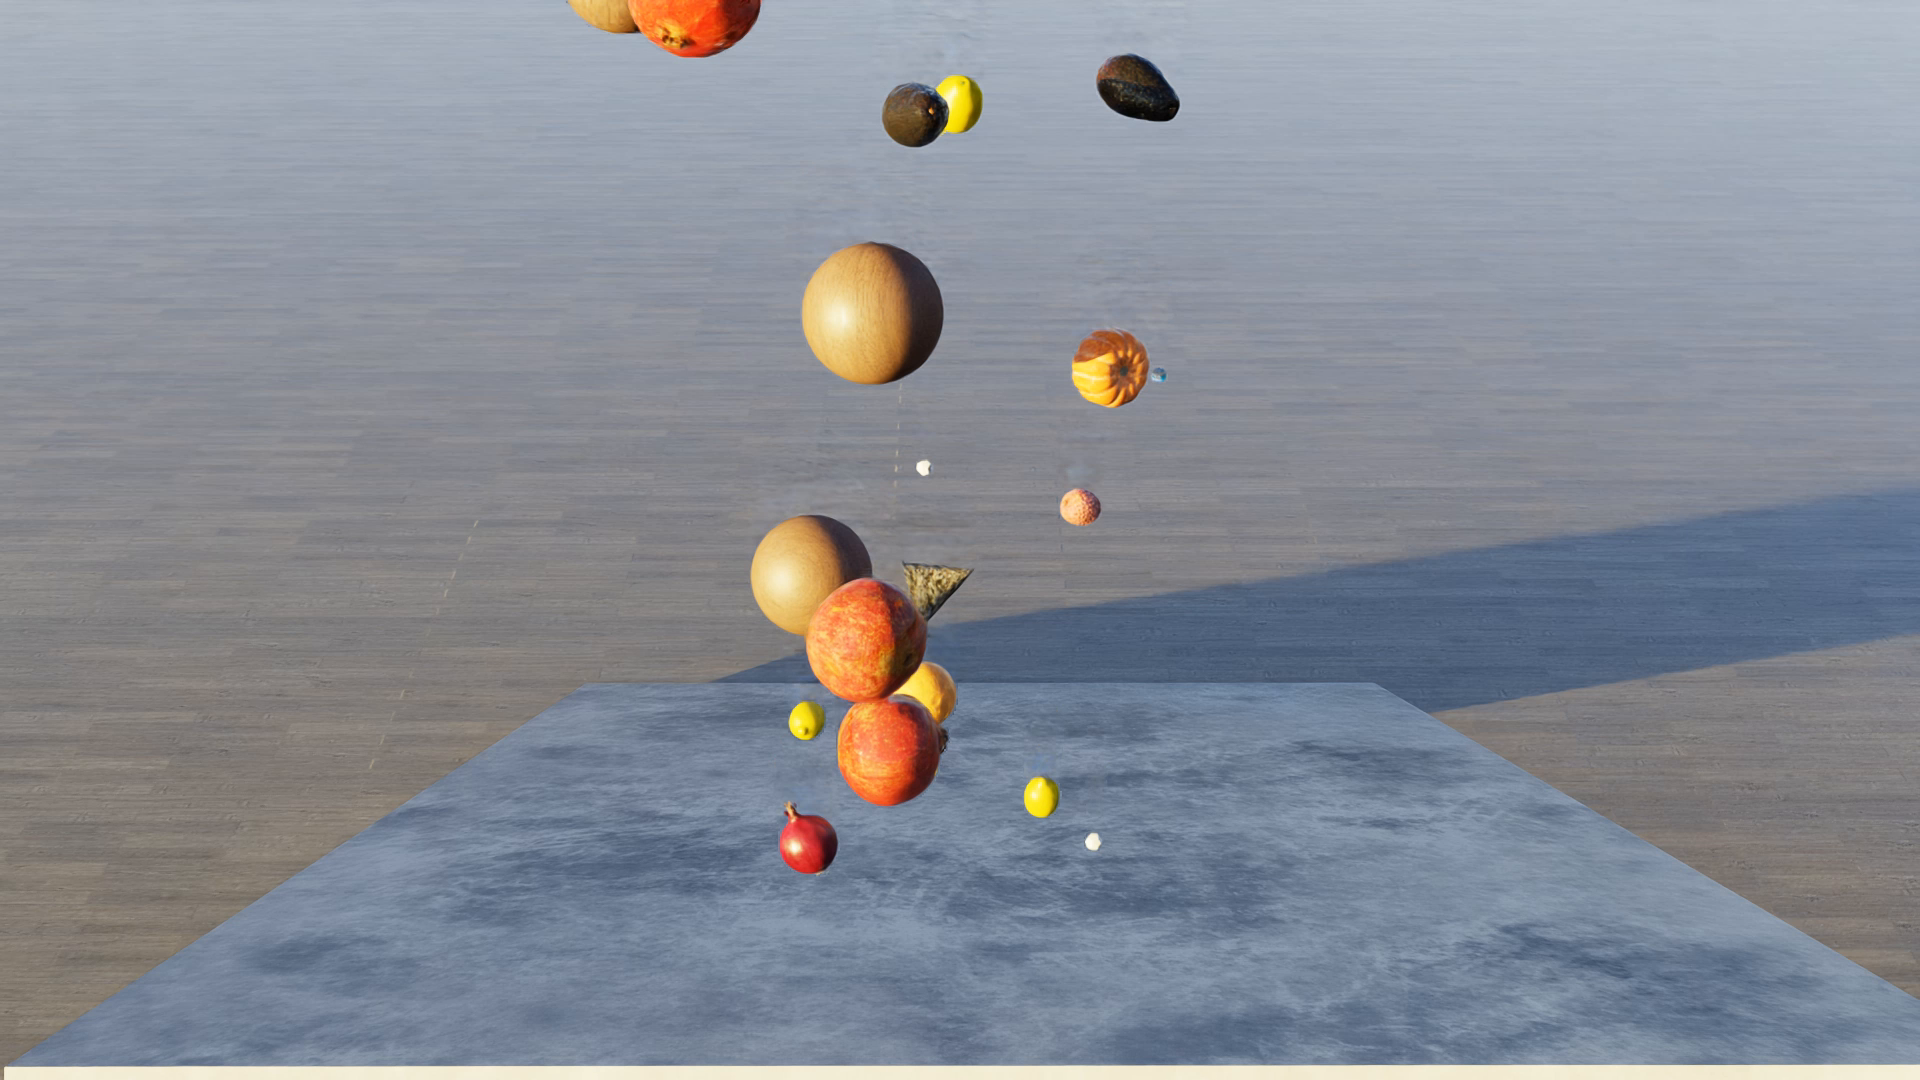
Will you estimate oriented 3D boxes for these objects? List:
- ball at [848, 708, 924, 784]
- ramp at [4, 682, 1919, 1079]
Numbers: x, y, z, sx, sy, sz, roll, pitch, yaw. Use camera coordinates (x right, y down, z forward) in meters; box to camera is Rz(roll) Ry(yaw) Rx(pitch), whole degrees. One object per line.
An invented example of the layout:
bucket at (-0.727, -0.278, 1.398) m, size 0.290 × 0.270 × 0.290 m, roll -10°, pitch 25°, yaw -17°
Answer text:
ball at (-0.080, 0.221, 2.758) m, size 0.082 × 0.082 × 0.082 m, roll 0°, pitch 24°, yaw 0°
ramp at (0.054, 0.491, 4.542) m, size 2.000 × 0.100 × 4.000 m, roll 0°, pitch 2°, yaw 0°
